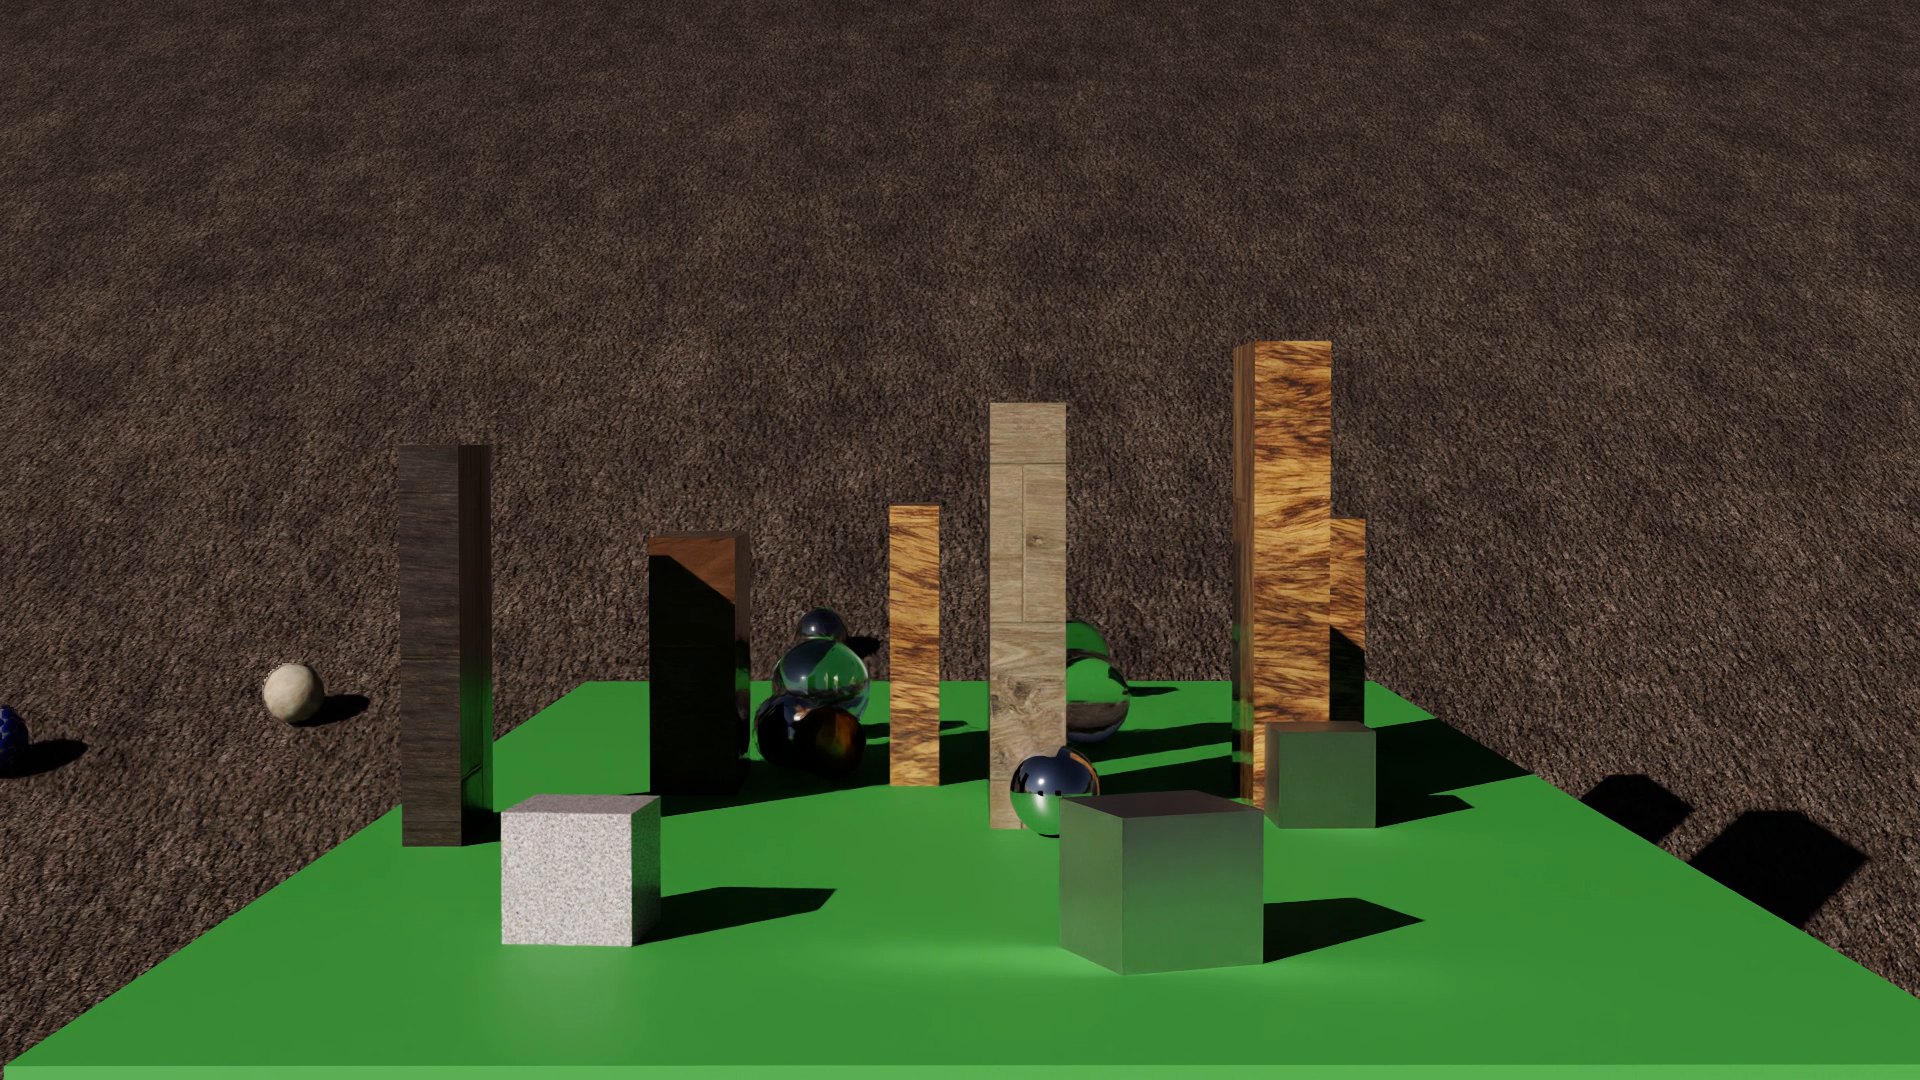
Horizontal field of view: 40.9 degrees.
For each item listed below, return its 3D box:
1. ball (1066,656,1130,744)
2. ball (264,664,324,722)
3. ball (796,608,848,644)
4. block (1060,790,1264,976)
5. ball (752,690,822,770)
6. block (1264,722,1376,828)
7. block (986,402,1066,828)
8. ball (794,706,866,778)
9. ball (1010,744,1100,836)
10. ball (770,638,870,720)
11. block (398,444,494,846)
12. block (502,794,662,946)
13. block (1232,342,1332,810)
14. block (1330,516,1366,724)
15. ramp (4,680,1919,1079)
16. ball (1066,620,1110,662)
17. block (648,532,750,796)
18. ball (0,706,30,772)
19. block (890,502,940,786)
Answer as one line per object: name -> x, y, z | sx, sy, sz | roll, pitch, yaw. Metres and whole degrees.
ball -> 0.254, 0.323, 5.201 | 0.177, 0.177, 0.177 | 0, 23, 0
ball -> -1.685, 0.388, 6.516 | 0.149, 0.149, 0.149 | 0, 23, 0
ball -> -0.368, 0.251, 6.848 | 0.137, 0.137, 0.137 | 0, 23, 0
block -> 0.239, 0.406, 3.077 | 0.182, 0.182, 0.182 | -1, 2, -21
ball -> -0.316, 0.355, 4.812 | 0.146, 0.146, 0.146 | 0, 23, 0
block -> 0.579, 0.377, 4.148 | 0.153, 0.153, 0.153 | 0, 2, -2
block -> 0.107, 0.113, 4.262 | 0.119, 0.673, 0.405 | 0, 2, 0
ball -> -0.237, 0.368, 4.680 | 0.131, 0.131, 0.131 | 0, 23, 0
ball -> 0.148, 0.389, 3.999 | 0.142, 0.142, 0.142 | 0, 23, 0
ball -> -0.287, 0.305, 5.303 | 0.206, 0.206, 0.206 | 0, 23, 0
block -> -0.801, 0.156, 4.023 | 0.090, 0.607, 0.271 | 0, 2, 0
block -> -0.472, 0.411, 3.220 | 0.162, 0.162, 0.162 | 0, 2, 6
block -> 0.543, 0.057, 4.377 | 0.124, 0.775, 0.327 | 0, 2, 0
block -> 0.747, 0.184, 5.149 | 0.084, 0.459, 0.255 | 0, 2, 0
ramp -> 0.054, 0.488, 4.541 | 2.000, 0.100, 4.000 | 0, 2, 0
ball -> 0.261, 0.283, 6.092 | 0.187, 0.187, 0.187 | 0, 23, 0
block -> -0.463, 0.213, 4.610 | 0.148, 0.446, 0.326 | 0, 2, 0
ball -> -2.355, 0.485, 6.269 | 0.167, 0.167, 0.167 | 0, 23, 0
block -> -0.081, 0.183, 4.701 | 0.087, 0.498, 0.274 | 0, 2, 0
